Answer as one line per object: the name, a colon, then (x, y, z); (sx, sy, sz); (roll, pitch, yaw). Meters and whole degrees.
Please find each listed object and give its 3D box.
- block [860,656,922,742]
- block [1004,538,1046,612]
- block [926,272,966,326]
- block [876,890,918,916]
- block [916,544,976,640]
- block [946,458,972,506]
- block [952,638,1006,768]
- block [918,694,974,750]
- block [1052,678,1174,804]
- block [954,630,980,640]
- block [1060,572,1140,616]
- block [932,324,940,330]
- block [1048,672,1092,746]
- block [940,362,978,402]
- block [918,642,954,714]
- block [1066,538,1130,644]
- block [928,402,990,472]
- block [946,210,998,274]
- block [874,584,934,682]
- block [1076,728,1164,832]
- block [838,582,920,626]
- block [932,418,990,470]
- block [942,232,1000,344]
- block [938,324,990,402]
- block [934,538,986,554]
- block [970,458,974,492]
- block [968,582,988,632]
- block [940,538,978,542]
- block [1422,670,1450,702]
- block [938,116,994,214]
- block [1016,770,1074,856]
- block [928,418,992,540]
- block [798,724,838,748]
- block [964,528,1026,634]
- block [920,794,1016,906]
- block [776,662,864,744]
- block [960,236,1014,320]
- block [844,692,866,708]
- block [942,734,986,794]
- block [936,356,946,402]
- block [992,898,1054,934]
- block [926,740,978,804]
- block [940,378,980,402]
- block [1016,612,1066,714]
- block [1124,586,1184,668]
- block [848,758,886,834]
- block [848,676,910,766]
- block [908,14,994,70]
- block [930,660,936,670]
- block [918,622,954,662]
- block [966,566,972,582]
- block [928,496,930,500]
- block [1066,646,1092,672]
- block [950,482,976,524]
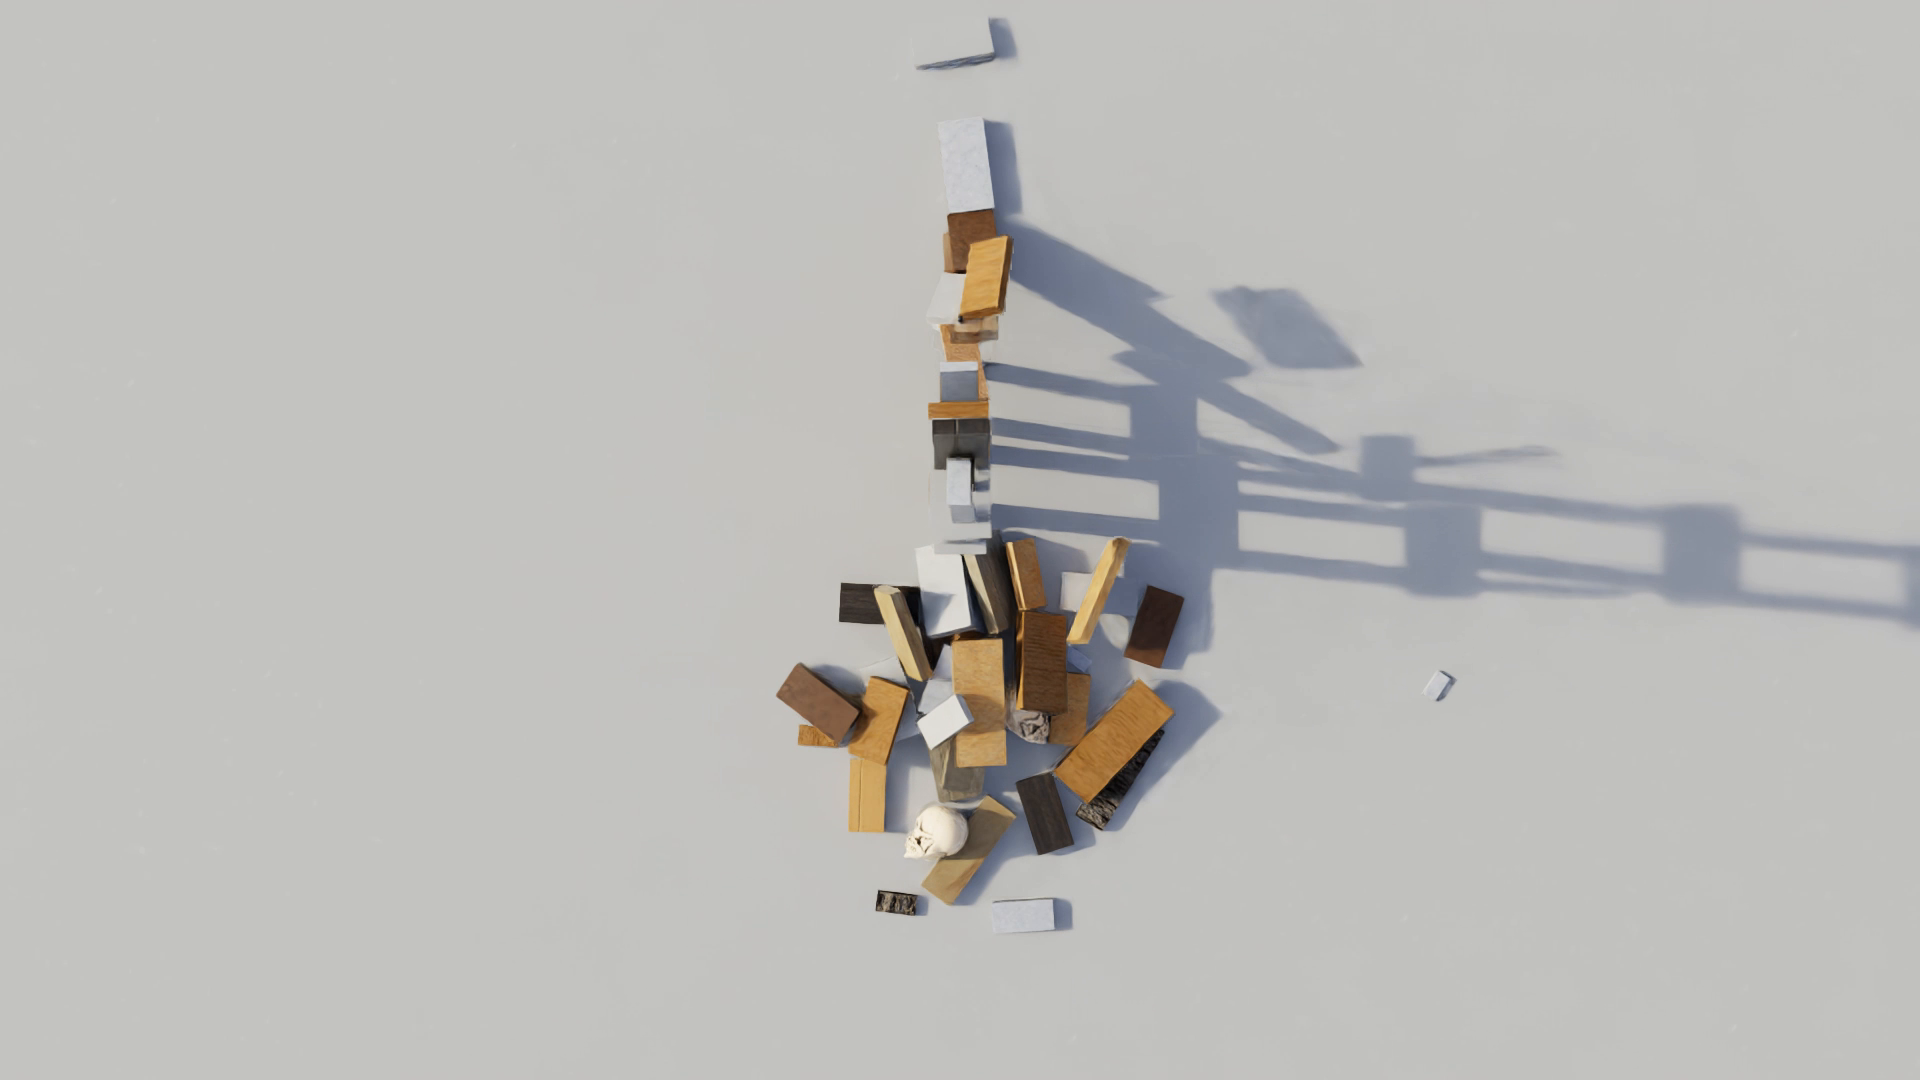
block: (-0.224, 0.532, 5.481); (0.133, 0.038, 0.266); (-20, 90, 0)
block: (0.218, 0.114, 5.447); (0.032, 0.113, 0.227); (-12, 90, 42)
block: (-0.028, -0.762, 5.203); (0.107, 0.030, 0.214); (5, 49, 16)
block: (-0.212, 1.209, 5.491); (0.133, 0.019, 0.067); (7, 90, 0)
block: (-0.049, 0.160, 5.403); (0.154, 0.044, 0.308); (-14, 67, 14)
block: (-0.003, -0.140, 3.974); (0.057, 0.016, 0.114); (1, 112, -1)
block: (0.063, 0.526, 5.349); (0.160, 0.045, 0.413); (-2, 96, -2)
block: (-0.047, 0.588, 5.339); (0.203, 0.029, 0.102); (-39, 70, 37)
block: (0.506, 0.664, 5.445); (0.154, 0.044, 0.418); (43, 91, -2)
block: (0.019, 0.249, 5.427); (0.091, 0.026, 0.183); (13, 60, -36)
block: (0.461, 0.181, 5.477); (0.254, 0.036, 0.126); (5, 85, 0)
block: (-0.042, -0.754, 5.475); (0.065, 0.018, 0.130); (19, 96, 16)
block: (0.364, 0.562, 5.483); (0.119, 0.034, 0.239); (6, 90, 0)
block: (-0.002, -0.443, 4.765); (0.107, 0.214, 0.030); (-2, 63, 0)
block: (-0.038, 0.465, 5.403); (0.122, 0.034, 0.243); (19, 102, -8)
block: (0.452, 0.168, 5.393); (0.032, 0.113, 0.368); (27, 78, -15)
block: (-0.002, -0.206, 4.433); (0.163, 0.046, 0.326); (-1, 91, 0)
block: (0.047, -0.962, 5.378); (0.153, 0.043, 0.305); (-6, 47, -1)
block: (-0.185, 0.302, 5.386); (0.044, 0.154, 0.308); (-25, 105, -20)
block: (0.532, 0.776, 5.486); (0.102, 0.029, 0.392); (32, 90, 0)
block: (-0.268, 0.214, 5.481); (0.262, 0.037, 0.131); (3, 90, 0)
block: (0.003, -0.228, 3.932); (0.131, 0.271, 0.037); (-1, 75, 0)
block: (0.032, -0.820, 5.307); (0.153, 0.043, 0.517); (-4, 47, 0)
block: (0.011, -0.555, 5.117); (0.107, 0.030, 0.385); (-5, 48, -5)
block: (-0.001, -0.110, 4.806); (0.152, 0.043, 0.304); (-1, 90, 0)
block: (0.007, -0.158, 4.017); (0.057, 0.114, 0.016); (-1, 55, 0)
block: (0.040, 0.209, 5.429); (0.091, 0.026, 0.183); (11, 62, -37)
block: (-0.004, -0.018, 4.670); (0.113, 0.227, 0.032); (-1, 86, 0)
block: (1.587, 0.487, 5.493); (0.046, 0.013, 0.093); (34, 90, 0)
block: (0.020, -1.241, 5.478); (0.153, 0.043, 0.305); (-7, 90, 0)
block: (0.282, 0.907, 5.482); (0.126, 0.036, 0.251); (-17, 90, 0)
block: (-0.001, -0.152, 4.090); (0.149, 0.042, 0.298); (-2, 91, 0)
block: (-0.471, 0.652, 5.491); (0.133, 0.019, 0.067); (3, 90, 0)
block: (0.112, 0.135, 5.425); (0.045, 0.160, 0.320); (-18, 90, 41)
block: (0.029, 1.030, 5.483); (0.119, 0.034, 0.373); (36, 90, 0)
block: (-0.465, 0.538, 5.446); (0.266, 0.038, 0.133); (36, 100, 10)
block: (0.082, -0.806, 5.070); (0.131, 0.037, 0.263); (-8, 59, 29)
block: (-0.375, 0.547, 5.491); (0.133, 0.019, 0.067); (-4, 90, 0)
block: (0.027, 0.694, 5.415); (0.131, 0.037, 0.262); (9, 96, -10)
block: (-0.004, -0.444, 5.206); (0.136, 0.039, 0.273); (-1, 90, 0)
block: (0.209, 1.249, 5.486); (0.203, 0.029, 0.102); (-4, 90, 0)
block: (-0.030, 0.731, 5.459); (0.131, 0.037, 0.262); (-12, 100, 0)
block: (-0.002, -0.366, 4.884); (0.115, 0.033, 0.230); (1, 89, 0)
block: (0.266, 0.403, 5.405); (0.160, 0.045, 0.320); (8, 73, -25)
block: (0.644, 0.289, 5.482); (0.126, 0.036, 0.251); (19, 90, 0)
block: (-0.308, 0.850, 5.483); (0.119, 0.034, 0.238); (2, 90, 0)
block: (-0.268, 0.596, 5.439); (0.133, 0.038, 0.266); (19, 97, 11)
block: (-0.028, -1.657, 5.481); (0.263, 0.037, 0.131); (-10, 90, 0)
block: (-0.034, 0.516, 5.452); (0.121, 0.034, 0.243); (-5, 104, -2)
block: (-0.050, 0.381, 5.455); (0.121, 0.034, 0.243); (-13, 103, 0)
block: (0.038, 0.088, 5.459); (0.054, 0.015, 0.108); (7, 64, -42)
block: (-0.002, -0.097, 4.621); (0.163, 0.326, 0.046); (-1, 90, 0)
block: (0.390, 0.396, 5.493); (0.093, 0.013, 0.046); (36, 90, 0)
block: (0.003, -0.094, 4.029); (0.057, 0.016, 0.114); (-7, 127, 0)
